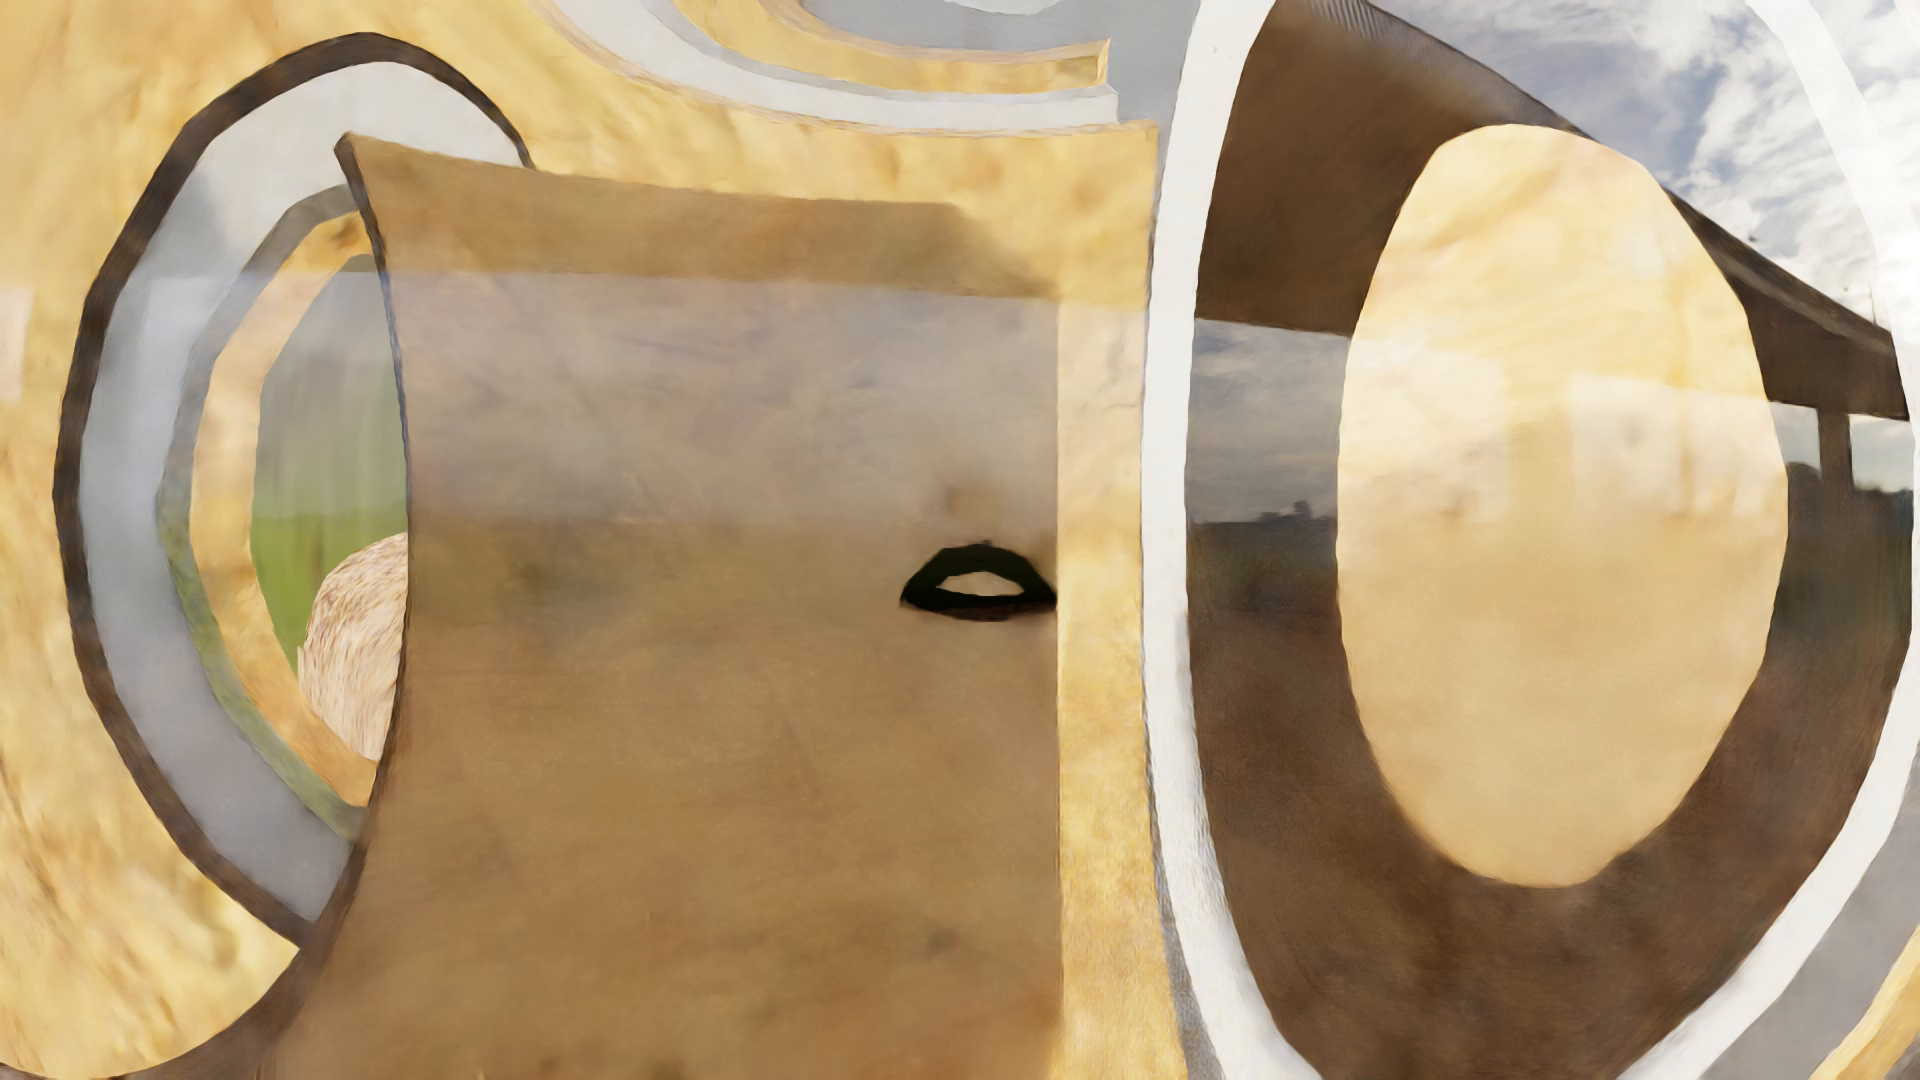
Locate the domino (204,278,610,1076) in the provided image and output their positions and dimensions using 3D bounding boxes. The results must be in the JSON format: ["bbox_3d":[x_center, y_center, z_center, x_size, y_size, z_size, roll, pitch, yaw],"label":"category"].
[{"bbox_3d":[-0.042,0.008,0.093,0.010,0.050,0.025,-2,-36,-44],"label":"domino"}]

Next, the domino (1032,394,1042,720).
[{"bbox_3d":[0.000,0.002,0.201,0.025,0.050,0.010,0,4,0],"label":"domino"}]

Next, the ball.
[{"bbox_3d":[0.001,-0.001,0.053,0.080,0.080,0.080,0,4,0],"label":"ball"}]

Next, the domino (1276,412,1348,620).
[{"bbox_3d":[0.089,-0.007,0.323,0.009,0.050,0.025,3,5,35],"label":"domino"}]

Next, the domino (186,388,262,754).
[{"bbox_3d":[-0.104,0.003,0.188,0.010,0.050,0.025,-1,5,-19],"label":"domino"}]

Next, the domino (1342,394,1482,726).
[{"bbox_3d":[0.072,0.002,0.205,0.009,0.050,0.025,-1,4,-8],"label":"domino"}]

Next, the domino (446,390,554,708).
[{"bbox_3d":[-0.070,0.003,0.196,0.009,0.050,0.025,-1,4,-8],"label":"domino"}]

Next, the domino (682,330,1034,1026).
[{"bbox_3d":[-0.007,0.010,0.097,0.025,0.050,0.010,0,-3,1],"label":"domino"}]

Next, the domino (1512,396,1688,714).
[{"bbox_3d":[0.106,0.001,0.214,0.010,0.050,0.025,-2,5,-20],"label":"domino"}]

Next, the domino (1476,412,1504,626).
[{"bbox_3d":[0.115,-0.005,0.299,0.025,0.050,0.010,-4,6,-40],"label":"domino"}]

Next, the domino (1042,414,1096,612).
[{"bbox_3d":[0.024,-0.008,0.336,0.010,0.050,0.025,-3,5,-32],"label":"domino"}]

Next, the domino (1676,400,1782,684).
[{"bbox_3d":[0.134,0.000,0.235,0.025,0.050,0.009,2,5,26],"label":"domino"}]

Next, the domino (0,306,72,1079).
[{"bbox_3d":[-0.060,0.013,0.063,0.009,0.050,0.025,1,4,17],"label":"domino"}]

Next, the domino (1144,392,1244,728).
[{"bbox_3d":[0.036,0.002,0.203,0.009,0.050,0.025,0,4,-3],"label":"domino"}]
